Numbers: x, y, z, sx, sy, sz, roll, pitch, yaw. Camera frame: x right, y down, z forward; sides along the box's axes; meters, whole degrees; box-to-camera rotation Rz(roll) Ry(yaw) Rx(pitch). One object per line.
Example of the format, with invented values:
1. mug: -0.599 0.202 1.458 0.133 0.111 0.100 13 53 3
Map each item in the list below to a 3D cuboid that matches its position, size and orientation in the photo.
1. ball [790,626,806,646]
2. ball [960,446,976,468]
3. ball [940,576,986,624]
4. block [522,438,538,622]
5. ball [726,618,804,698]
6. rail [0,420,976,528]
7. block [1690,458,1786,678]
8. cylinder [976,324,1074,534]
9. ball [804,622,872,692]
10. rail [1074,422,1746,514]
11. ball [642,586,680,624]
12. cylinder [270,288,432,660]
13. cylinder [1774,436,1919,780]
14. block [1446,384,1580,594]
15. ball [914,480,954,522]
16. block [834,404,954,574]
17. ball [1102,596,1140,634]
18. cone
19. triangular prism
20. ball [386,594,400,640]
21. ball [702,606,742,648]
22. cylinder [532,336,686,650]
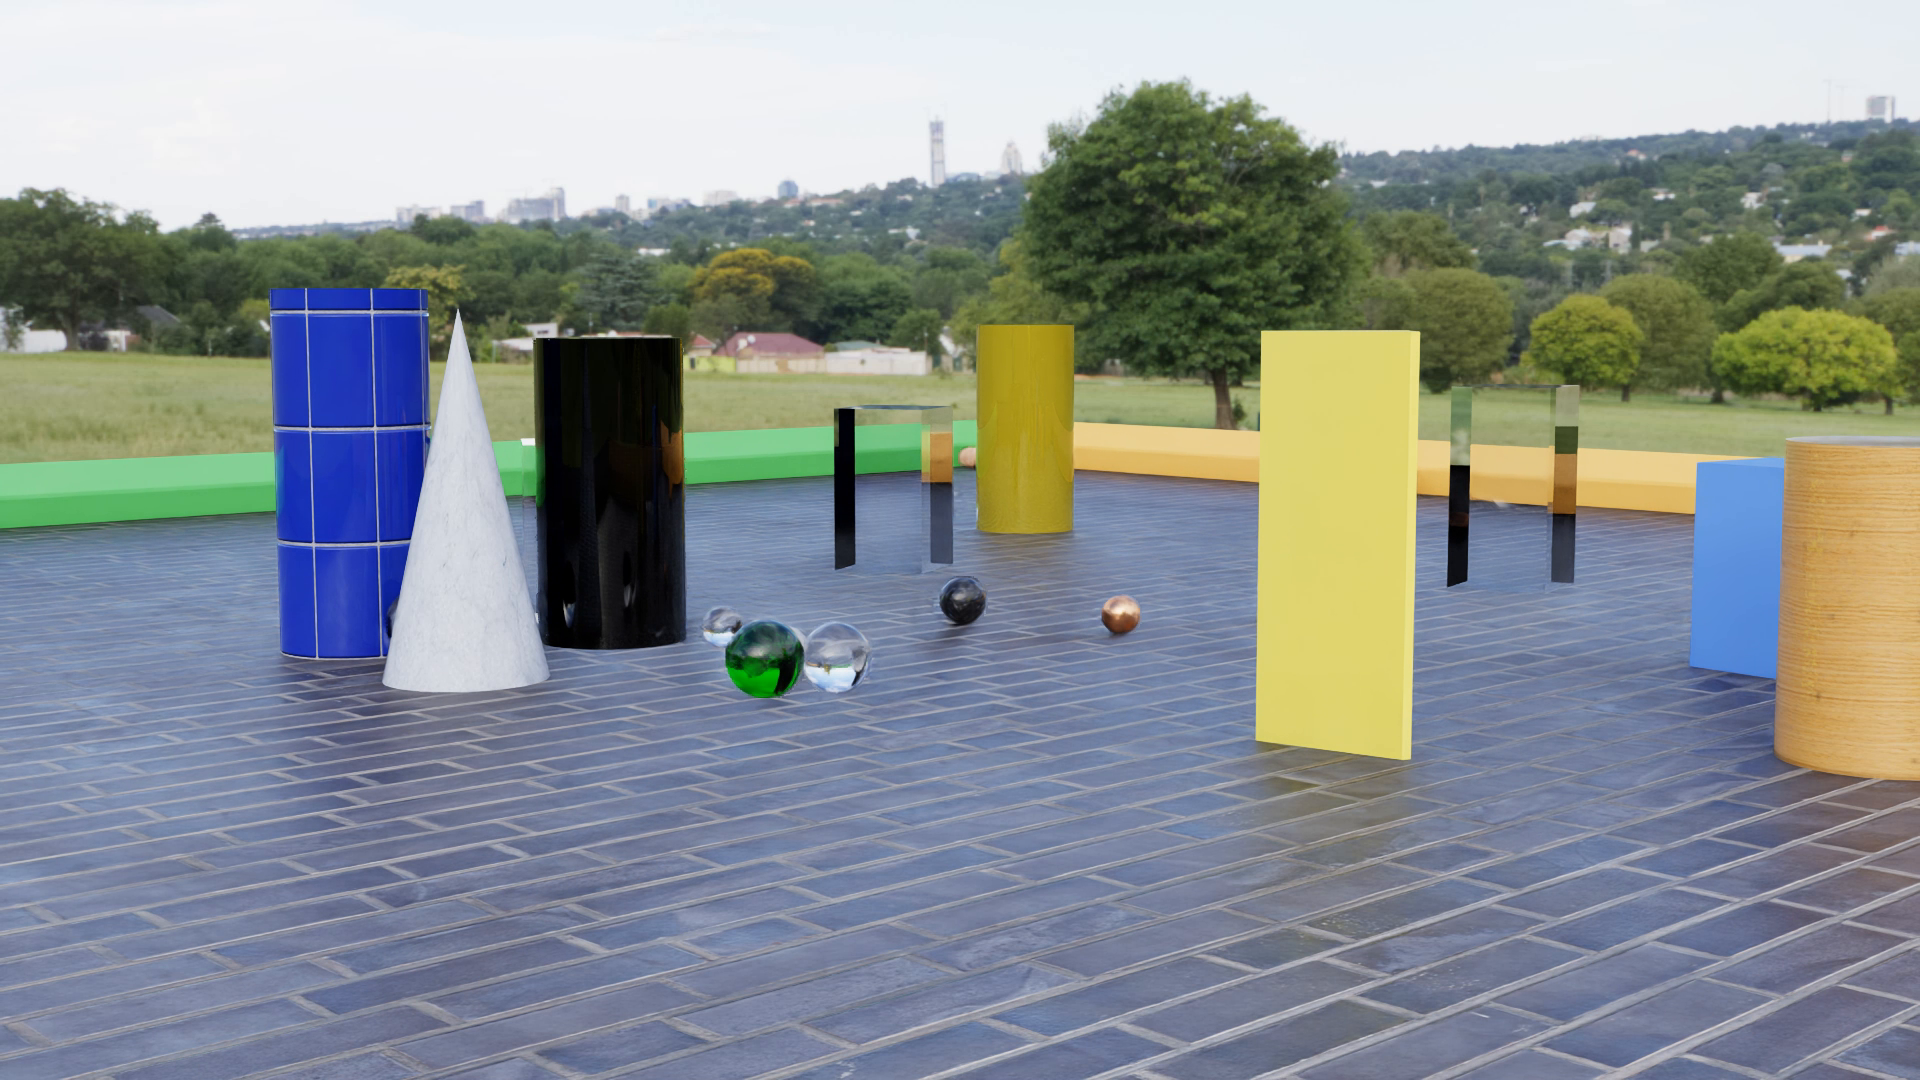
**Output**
1. ball: -0.216 0.135 2.731 0.056 0.056 0.056 0 6 0
2. ball: 0.029 -0.237 6.277 0.060 0.060 0.060 0 6 0
3. ball: 0.004 0.086 3.139 0.067 0.067 0.067 0 6 0
4. block: -0.559 -0.018 3.230 0.160 0.255 0.160 -1 6 -12
5. ball: -0.225 0.137 2.540 0.091 0.091 0.091 0 6 0
6. rail: -1.486 -0.133 4.934 4.441 0.130 0.045 -5 8 -42
7. block: 1.031 0.033 2.738 0.160 0.257 0.160 -4 7 -36
8. cylinder: 0.133 -0.231 4.499 0.200 0.417 0.200 0 6 0
9. ball: -0.145 0.138 2.573 0.082 0.082 0.082 0 6 0
10. rail: 1.614 -0.120 4.813 0.045 0.130 4.430 -5 8 -42
11. ball: -0.428 0.093 3.143 0.054 0.054 0.054 0 6 0
12. cylinder: -0.797 -0.092 2.891 0.200 0.473 0.200 0 6 0
13. cylinder: 0.917 0.061 2.176 0.200 0.317 0.200 0 6 0
14. block: 0.897 -0.087 3.565 0.160 0.325 0.160 4 7 31
15. ball: -0.056 -0.083 4.665 0.088 0.088 0.088 0 6 0
16. block: -0.114 -0.091 3.824 0.160 0.279 0.160 2 6 19
17. ball: 0.222 0.103 3.043 0.053 0.053 0.053 0 6 0
18. cone: -0.601 -0.055 2.656 0.200 0.448 0.200 0 6 0
19. triangular prism: 0.422 -0.004 2.280 0.173 0.424 0.150 5 7 37
20. ball: -0.686 0.106 2.813 0.095 0.095 0.095 0 6 0
21. ball: -0.316 0.116 2.921 0.054 0.054 0.054 0 6 0
22. cylinder: -0.473 -0.069 2.981 0.200 0.409 0.200 0 6 0
